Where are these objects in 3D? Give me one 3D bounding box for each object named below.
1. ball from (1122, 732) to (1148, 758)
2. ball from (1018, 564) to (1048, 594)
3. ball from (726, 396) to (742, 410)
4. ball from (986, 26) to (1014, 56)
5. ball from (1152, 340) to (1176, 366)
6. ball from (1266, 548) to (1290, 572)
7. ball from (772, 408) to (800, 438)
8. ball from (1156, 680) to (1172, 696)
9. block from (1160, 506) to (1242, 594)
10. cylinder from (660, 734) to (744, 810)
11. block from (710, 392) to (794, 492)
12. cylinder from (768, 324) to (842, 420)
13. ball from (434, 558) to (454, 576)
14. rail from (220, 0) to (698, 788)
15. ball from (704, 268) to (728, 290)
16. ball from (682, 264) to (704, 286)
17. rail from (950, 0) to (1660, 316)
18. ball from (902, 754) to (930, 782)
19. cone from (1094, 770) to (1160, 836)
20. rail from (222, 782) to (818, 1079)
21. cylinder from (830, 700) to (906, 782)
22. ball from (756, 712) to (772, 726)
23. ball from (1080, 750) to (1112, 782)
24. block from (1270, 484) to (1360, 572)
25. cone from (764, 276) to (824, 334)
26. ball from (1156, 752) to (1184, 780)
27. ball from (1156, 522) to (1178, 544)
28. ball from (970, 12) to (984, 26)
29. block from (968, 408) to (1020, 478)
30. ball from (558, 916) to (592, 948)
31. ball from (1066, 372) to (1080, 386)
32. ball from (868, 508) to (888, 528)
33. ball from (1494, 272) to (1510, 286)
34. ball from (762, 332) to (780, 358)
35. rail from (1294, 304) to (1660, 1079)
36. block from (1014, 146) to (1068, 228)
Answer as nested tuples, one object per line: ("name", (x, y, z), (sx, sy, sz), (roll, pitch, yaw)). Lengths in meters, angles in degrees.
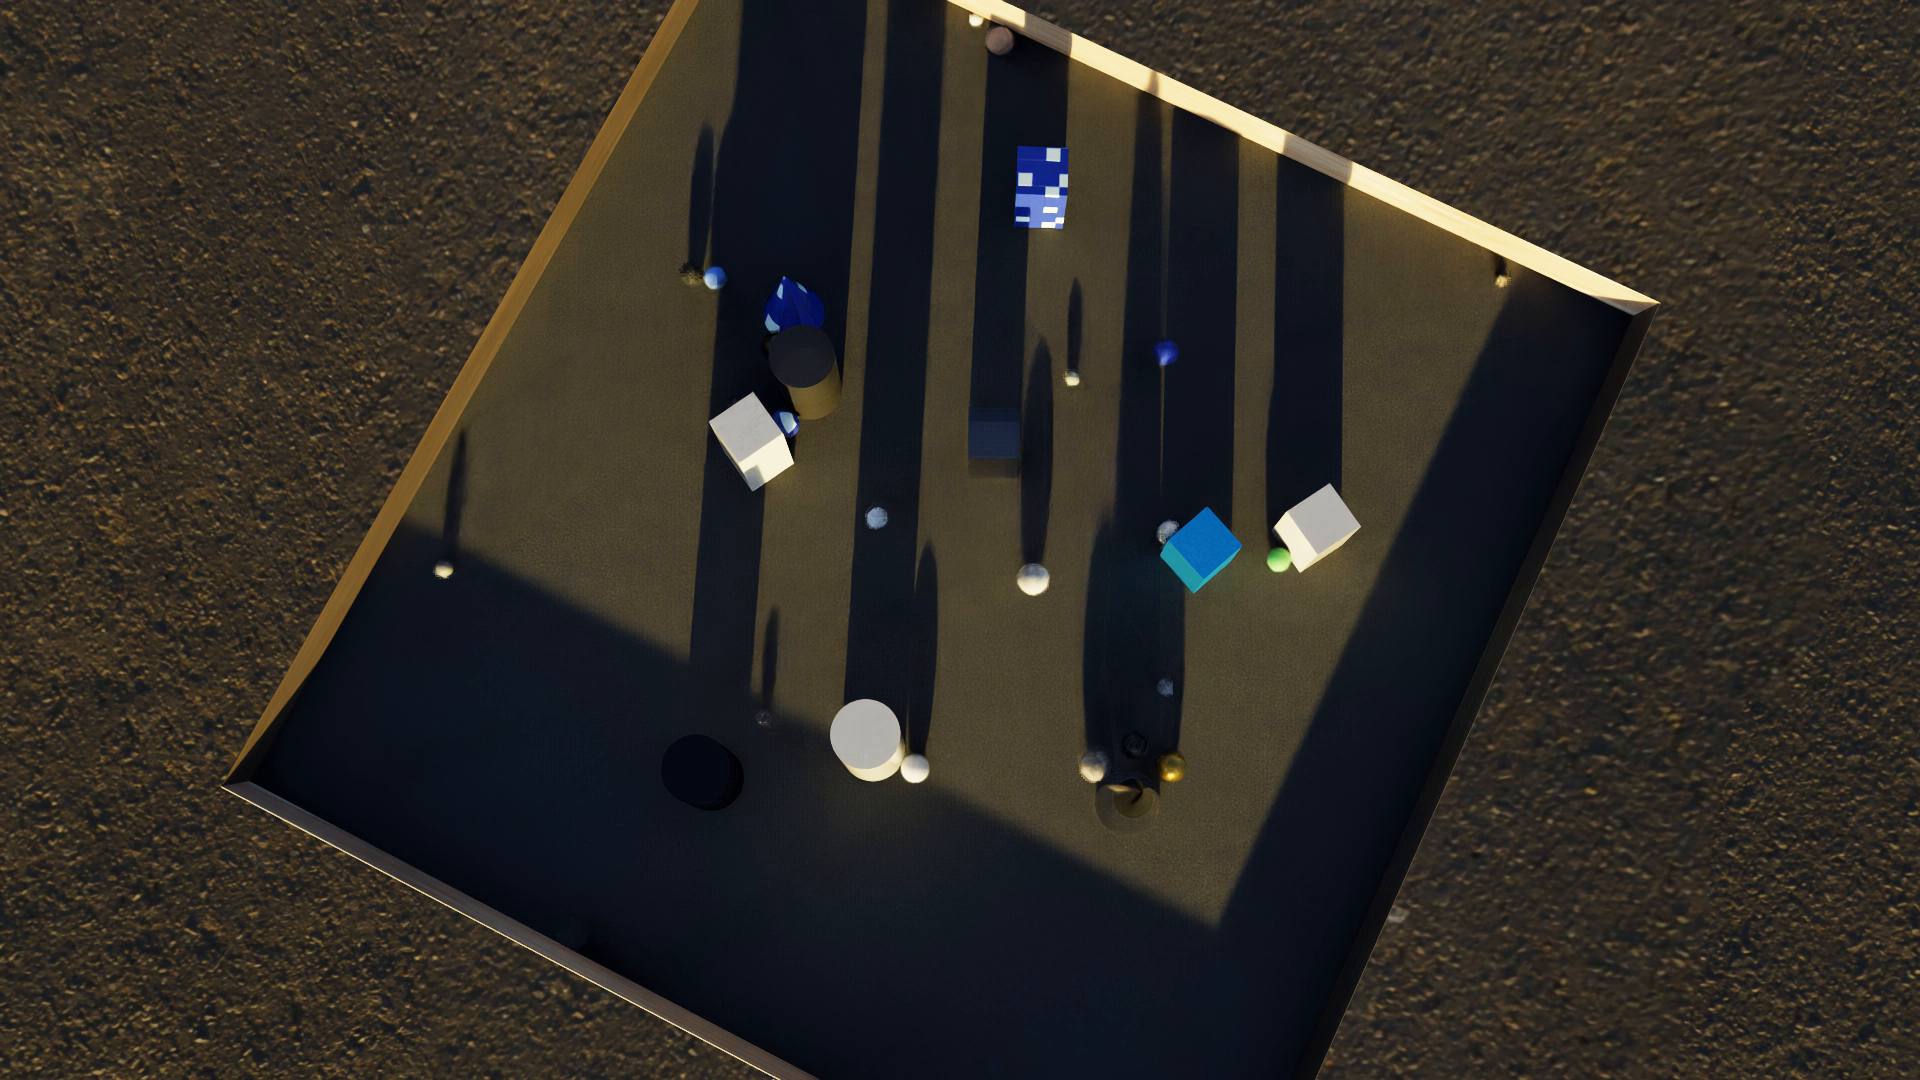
("ball", (0.518, 0.608, 5.451), (0.078, 0.078, 0.078), (0, 78, 0))
("ball", (0.221, 0.118, 5.544), (0.095, 0.095, 0.095), (0, 78, 0))
("ball", (-0.688, -0.408, 5.666), (0.069, 0.069, 0.069), (0, 78, 0))
("ball", (0.131, -1.608, 5.904), (0.089, 0.089, 0.089), (0, 78, 0))
("ball", (0.636, -0.582, 5.698), (0.077, 0.077, 0.077), (0, 78, 0))
("ball", (0.968, 0.058, 5.567), (0.073, 0.073, 0.073), (0, 78, 0))
("ball", (-0.539, -0.359, 5.644), (0.092, 0.092, 0.092), (0, 78, 0))
("ball", (0.614, 0.443, 5.502), (0.046, 0.046, 0.046), (0, 78, 0))
("block", (0.719, 0.032, 5.488), (0.155, 0.240, 0.155), (-40, 81, -8))
("cylinder", (-0.741, 0.676, 5.299), (0.194, 0.347, 0.194), (0, 78, 0))
("block", (-0.621, -0.291, 5.495), (0.155, 0.355, 0.155), (-35, 80, -7))
("cylinder", (-0.464, -0.504, 5.543), (0.194, 0.348, 0.194), (0, 78, 0))
("ball", (-1.567, 0.084, 5.571), (0.056, 0.056, 0.056), (0, 78, 0))
("rail", (-1.408, -0.683, 5.692), (0.045, 0.126, 3.253), (26, 80, 5))
("ball", (-0.767, -0.821, 5.750), (0.071, 0.071, 0.071), (0, 78, 0))
("ball", (-0.839, -0.832, 5.753), (0.070, 0.070, 0.070), (0, 78, 0))
("rail", (0.717, -1.397, 5.840), (3.195, 0.126, 0.045), (26, 80, 5))
("ball", (-0.132, 0.676, 5.433), (0.085, 0.085, 0.085), (0, 78, 0))
("cone", (0.498, 0.733, 5.225), (0.194, 0.470, 0.194), (0, 78, 0))
("rail", (-0.717, 1.410, 5.259), (3.195, 0.126, 0.045), (26, 80, 5))
("cylinder", (-0.261, 0.580, 5.267), (0.194, 0.449, 0.194), (0, 78, 0))
("ball", (-0.586, 0.534, 5.483), (0.044, 0.044, 0.044), (0, 78, 0))
("ball", (0.403, 0.670, 5.431), (0.092, 0.092, 0.092), (0, 78, 0))
("block", (1.061, -0.033, 5.481), (0.155, 0.278, 0.155), (-33, 80, -6))
("cone", (-0.522, -0.747, 5.596), (0.194, 0.342, 0.194), (0, 78, 0))
("ball", (0.623, 0.670, 5.433), (0.087, 0.087, 0.087), (0, 78, 0))
("ball", (0.633, -0.022, 5.586), (0.068, 0.068, 0.068), (0, 78, 0))
("ball", (0.053, -1.689, 5.944), (0.044, 0.044, 0.044), (0, 78, 0))
("block", (0.102, -0.291, 5.548), (0.155, 0.252, 0.155), (1, 78, 0))
("ball", (-1.121, 1.141, 5.332), (0.095, 0.095, 0.095), (0, 78, 0))
("ball", (0.351, -0.501, 5.698), (0.044, 0.044, 0.044), (0, 78, 0))
("ball", (-0.252, -0.067, 5.597), (0.065, 0.065, 0.065), (0, 78, 0))
("ball", (1.705, -0.821, 5.762), (0.048, 0.048, 0.048), (0, 78, 0))
("ball", (-0.564, -0.598, 5.691), (0.097, 0.097, 0.097), (0, 78, 0))
("rail", (1.408, 0.696, 5.407), (0.045, 0.126, 3.253), (26, 80, 5))
("block", (0.251, -1.095, 5.706), (0.155, 0.270, 0.155), (2, 78, 0))
